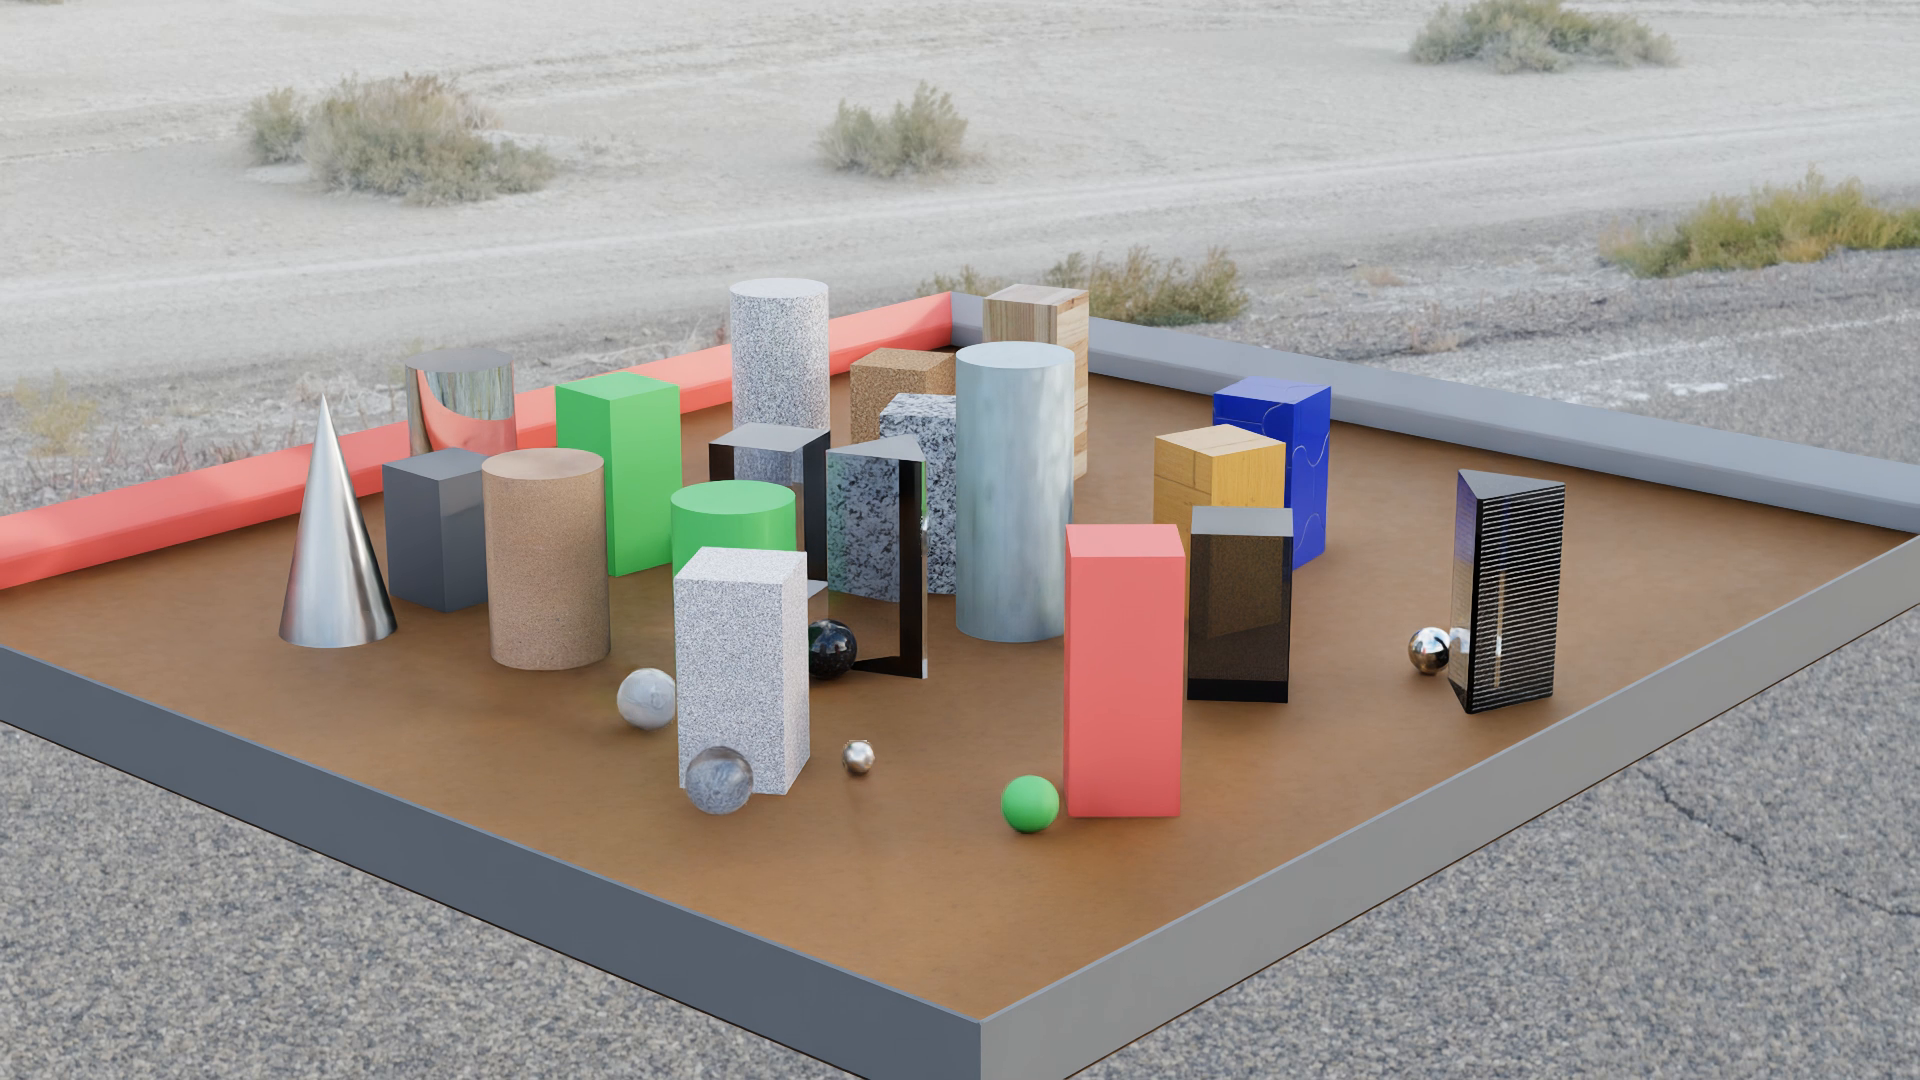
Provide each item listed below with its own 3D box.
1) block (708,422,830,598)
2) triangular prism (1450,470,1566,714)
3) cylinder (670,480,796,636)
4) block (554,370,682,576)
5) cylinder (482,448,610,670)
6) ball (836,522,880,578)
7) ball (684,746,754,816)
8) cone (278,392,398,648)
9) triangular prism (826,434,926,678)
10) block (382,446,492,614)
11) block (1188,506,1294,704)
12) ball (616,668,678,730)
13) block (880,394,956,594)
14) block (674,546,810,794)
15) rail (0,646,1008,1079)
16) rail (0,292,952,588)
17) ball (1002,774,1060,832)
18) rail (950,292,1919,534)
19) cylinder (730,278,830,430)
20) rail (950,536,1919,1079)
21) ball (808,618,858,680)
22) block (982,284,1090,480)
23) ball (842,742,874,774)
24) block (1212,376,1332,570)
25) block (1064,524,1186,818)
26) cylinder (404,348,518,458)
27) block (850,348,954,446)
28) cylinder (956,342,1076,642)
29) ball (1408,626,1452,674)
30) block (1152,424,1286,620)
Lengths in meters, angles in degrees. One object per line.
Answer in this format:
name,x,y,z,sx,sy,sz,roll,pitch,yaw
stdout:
block,-0.329,-0.046,5.120,0.158,0.279,0.158,7,18,21
triangular prism,0.826,0.073,4.606,0.171,0.348,0.148,-10,19,-29
cylinder,-0.359,0.076,4.680,0.197,0.300,0.197,0,17,0
block,-0.614,-0.121,5.292,0.158,0.325,0.158,-16,23,-42
cylinder,-0.676,0.029,4.799,0.197,0.321,0.197,0,17,0
ball,-0.173,0.018,5.225,0.097,0.097,0.097,0,17,0
ball,-0.341,0.341,4.152,0.098,0.098,0.098,0,17,0
cone,-1.050,-0.047,4.894,0.197,0.413,0.197,0,17,0
triangular prism,-0.108,0.021,4.757,0.171,0.362,0.148,6,18,20
block,-0.888,-0.019,5.105,0.158,0.237,0.158,15,22,40
block,0.443,0.101,4.645,0.158,0.273,0.158,2,17,5
ball,-0.476,0.243,4.480,0.095,0.095,0.095,0,17,0
block,-0.047,-0.082,5.173,0.158,0.318,0.158,3,17,11
block,-0.316,0.189,4.272,0.158,0.319,0.158,3,17,10
rail,-0.939,0.344,4.084,2.589,0.128,0.045,14,22,39
rail,-0.960,-0.208,5.918,0.045,0.128,2.912,14,22,39
ball,0.099,0.368,4.093,0.080,0.080,0.080,0,17,0
rail,0.939,-0.280,6.156,2.589,0.128,0.045,14,22,39
cylinder,-0.360,-0.325,5.891,0.197,0.370,0.197,0,17,0
rail,0.960,0.273,4.322,0.045,0.128,2.912,14,22,39
ball,-0.213,0.175,4.705,0.096,0.096,0.096,0,17,0
block,0.150,-0.303,5.809,0.158,0.374,0.158,8,18,24
ball,-0.150,0.320,4.308,0.047,0.047,0.047,0,17,0
block,0.561,-0.120,5.310,0.158,0.313,0.158,10,19,30
block,0.231,0.185,4.172,0.158,0.385,0.158,0,17,-1
cylinder,-0.921,-0.171,5.439,0.197,0.335,0.197,0,17,0
block,-0.111,-0.228,5.756,0.158,0.261,0.158,6,18,20
cylinder,0.091,-0.082,4.912,0.197,0.469,0.197,0,17,0
ball,0.761,0.178,4.732,0.076,0.076,0.076,0,17,0
block,0.441,-0.026,5.019,0.158,0.300,0.158,-11,20,-32
